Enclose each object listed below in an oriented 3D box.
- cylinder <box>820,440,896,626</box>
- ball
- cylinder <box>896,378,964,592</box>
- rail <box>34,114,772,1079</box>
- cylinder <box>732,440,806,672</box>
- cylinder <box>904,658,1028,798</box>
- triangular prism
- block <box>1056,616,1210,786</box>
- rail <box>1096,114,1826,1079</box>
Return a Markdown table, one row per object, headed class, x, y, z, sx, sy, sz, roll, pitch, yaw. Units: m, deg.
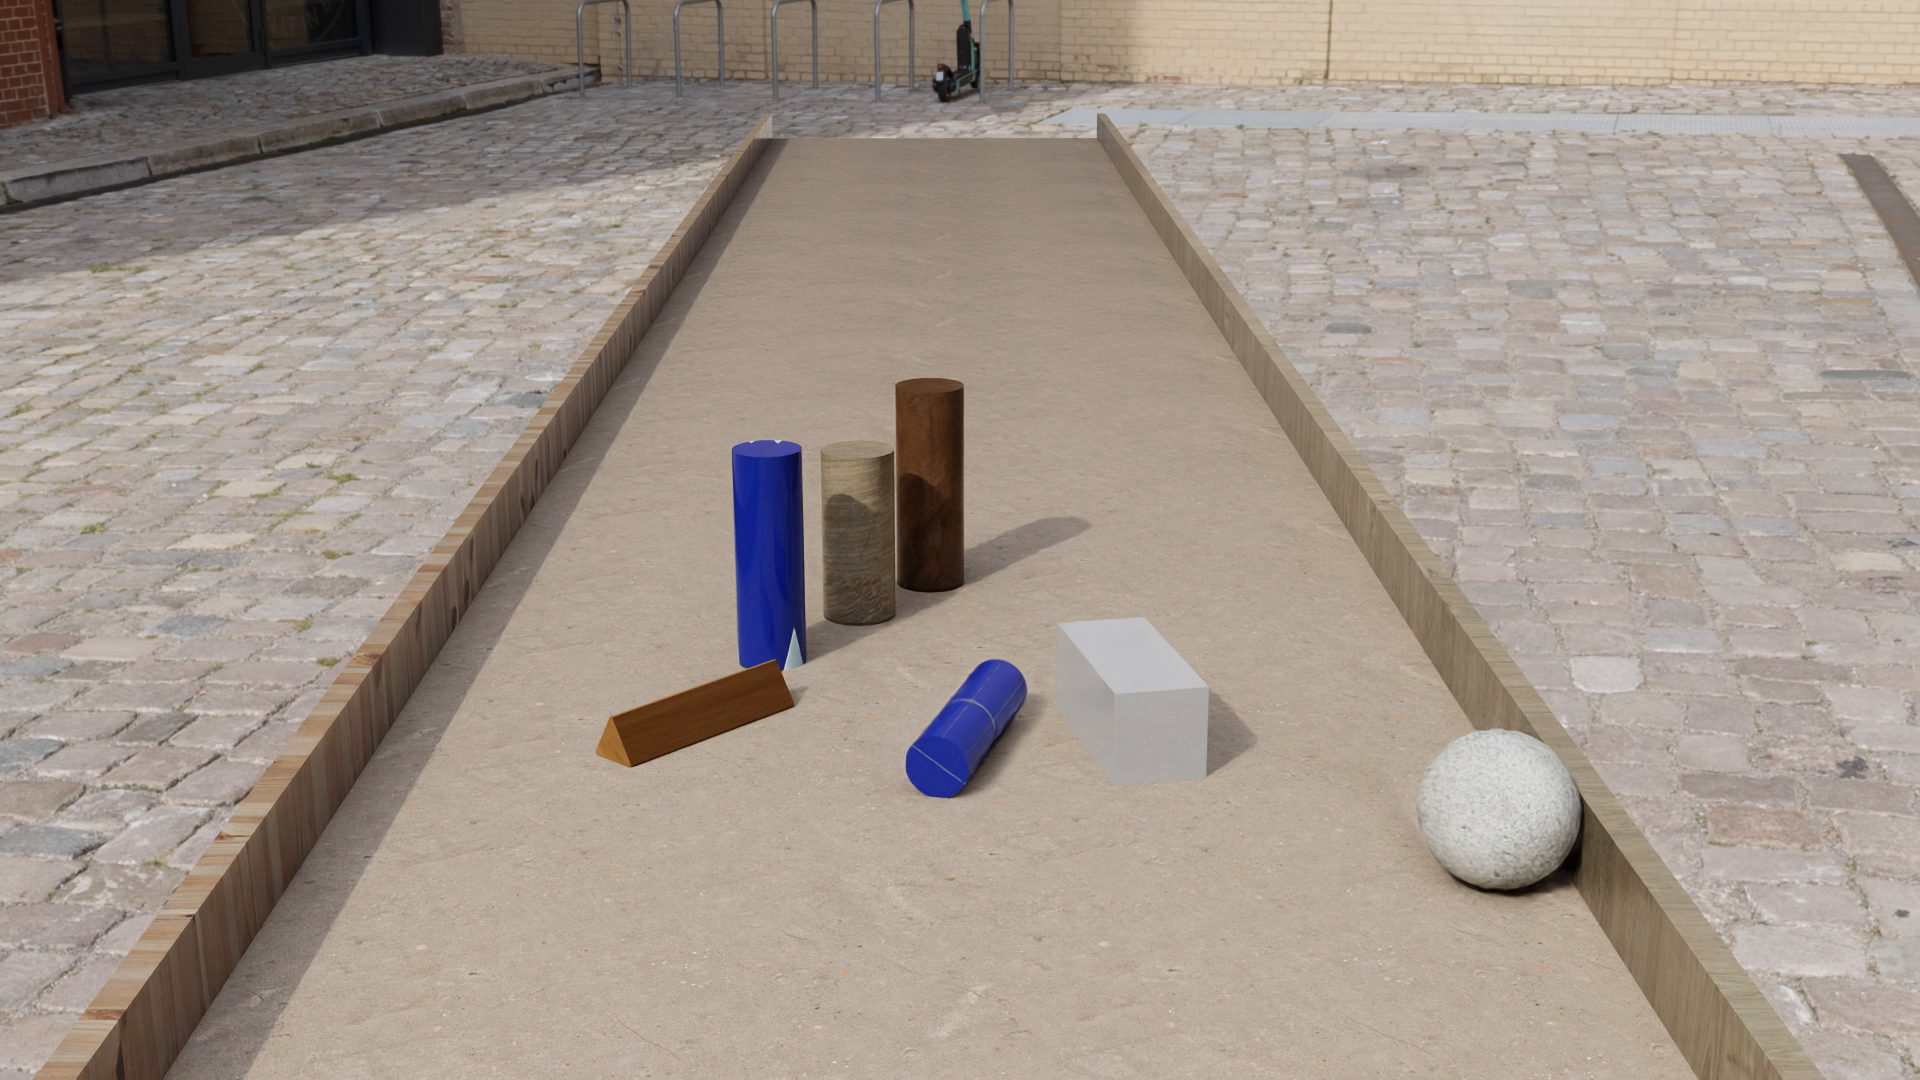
| class | x | y | z | sx | sy | sz | roll | pitch | yaw |
| --- | --- | --- | --- | --- | --- | --- | --- | --- | --- |
| cylinder | -0.214 | -0.015 | 4.640 | 0.154 | 0.363 | 0.154 | 0 | 17 | 0 |
| ball | 0.832 | 0.416 | 3.396 | 0.247 | 0.247 | 0.247 | 0 | 17 | 0 |
| cylinder | -0.066 | -0.121 | 4.846 | 0.151 | 0.449 | 0.151 | 0 | 17 | 0 |
| rail | -1.118 | -0.838 | 7.780 | 0.050 | 0.150 | 12.000 | 0 | 17 | -1 |
| cylinder | -0.377 | 0.031 | 4.352 | 0.137 | 0.438 | 0.137 | 0 | 17 | 0 |
| cylinder | 0.016 | 0.330 | 3.920 | 0.112 | 0.112 | 0.403 | 5 | 17 | 15 |
| triangular prism | -0.483 | 0.308 | 4.037 | 0.095 | 0.083 | 0.402 | 14 | 21 | 40 |
| block | 0.306 | 0.285 | 3.974 | 0.168 | 0.168 | 0.386 | -4 | 17 | -12 |
| rail | 0.932 | -0.844 | 7.801 | 0.050 | 0.150 | 12.000 | 0 | 17 | -1 |
